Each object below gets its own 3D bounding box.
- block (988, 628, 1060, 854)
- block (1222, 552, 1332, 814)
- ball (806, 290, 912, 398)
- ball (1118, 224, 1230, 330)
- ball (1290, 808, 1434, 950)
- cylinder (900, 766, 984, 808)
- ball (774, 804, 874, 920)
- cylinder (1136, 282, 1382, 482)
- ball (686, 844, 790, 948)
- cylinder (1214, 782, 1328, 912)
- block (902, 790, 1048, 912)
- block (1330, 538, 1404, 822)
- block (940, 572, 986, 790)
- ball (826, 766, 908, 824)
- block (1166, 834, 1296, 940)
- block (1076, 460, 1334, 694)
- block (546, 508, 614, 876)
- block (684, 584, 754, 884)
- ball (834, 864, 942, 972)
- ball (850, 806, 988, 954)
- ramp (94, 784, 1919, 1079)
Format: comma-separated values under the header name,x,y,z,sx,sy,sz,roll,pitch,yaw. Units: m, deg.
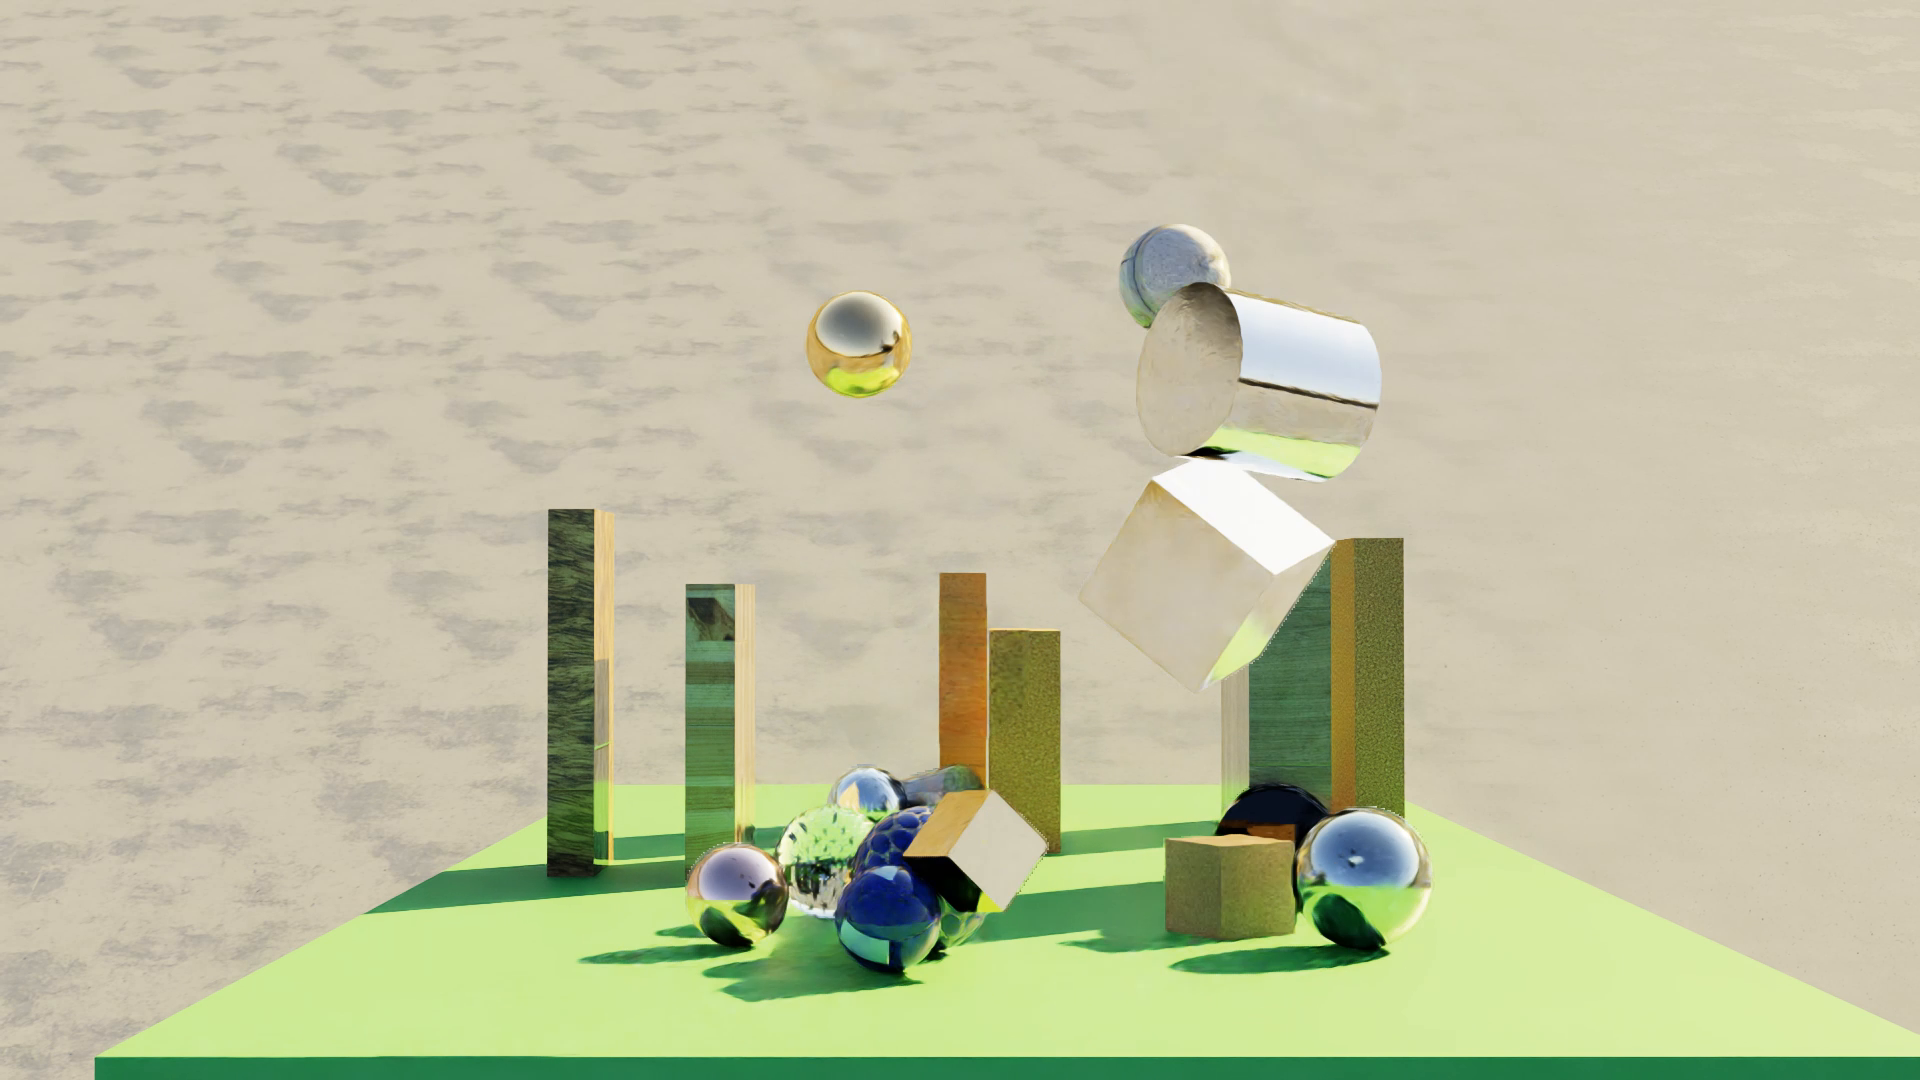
name,x,y,z,sx,sy,sz,roll,pitch,yaw
block,0.126,0.391,5.141,0.134,0.426,0.344,0,-1,0
block,0.528,0.301,4.369,0.132,0.572,0.438,0,-1,0
ball,-0.118,-0.229,3.035,0.126,0.126,0.126,0,33,0
ball,0.247,-0.300,2.995,0.130,0.130,0.130,0,33,0
ball,0.561,0.472,3.622,0.197,0.197,0.197,0,33,0
cylinder,-0.043,0.518,5.032,0.138,0.138,0.138,-18,20,36
ball,-0.197,0.491,3.957,0.175,0.175,0.175,0,33,0
cylinder,0.318,-0.167,2.777,0.186,0.186,0.186,9,26,-31
ball,-0.312,0.499,3.644,0.145,0.145,0.145,0,33,0
cylinder,0.492,0.480,4.044,0.192,0.192,0.192,5,-1,8
block,0.019,0.412,3.437,0.113,0.113,0.113,-53,21,-26
block,0.896,0.308,5.742,0.106,0.617,0.408,0,-1,0
block,0.006,0.344,5.624,0.097,0.541,0.435,0,-1,0
ball,-0.176,0.510,4.952,0.156,0.156,0.156,0,33,0
block,0.396,0.507,3.802,0.134,0.134,0.134,1,-1,-31
block,0.278,0.034,2.929,0.174,0.174,0.174,39,28,17
block,-0.684,0.271,4.690,0.082,0.646,0.260,0,-1,0
block,-0.430,0.337,4.677,0.085,0.514,0.435,0,-1,0
ball,-0.094,0.496,3.401,0.140,0.140,0.140,0,33,0
ball,-0.051,0.469,3.581,0.202,0.202,0.202,0,33,0
ramp,0.074,0.646,4.772,2.000,0.100,4.000,0,-1,0
